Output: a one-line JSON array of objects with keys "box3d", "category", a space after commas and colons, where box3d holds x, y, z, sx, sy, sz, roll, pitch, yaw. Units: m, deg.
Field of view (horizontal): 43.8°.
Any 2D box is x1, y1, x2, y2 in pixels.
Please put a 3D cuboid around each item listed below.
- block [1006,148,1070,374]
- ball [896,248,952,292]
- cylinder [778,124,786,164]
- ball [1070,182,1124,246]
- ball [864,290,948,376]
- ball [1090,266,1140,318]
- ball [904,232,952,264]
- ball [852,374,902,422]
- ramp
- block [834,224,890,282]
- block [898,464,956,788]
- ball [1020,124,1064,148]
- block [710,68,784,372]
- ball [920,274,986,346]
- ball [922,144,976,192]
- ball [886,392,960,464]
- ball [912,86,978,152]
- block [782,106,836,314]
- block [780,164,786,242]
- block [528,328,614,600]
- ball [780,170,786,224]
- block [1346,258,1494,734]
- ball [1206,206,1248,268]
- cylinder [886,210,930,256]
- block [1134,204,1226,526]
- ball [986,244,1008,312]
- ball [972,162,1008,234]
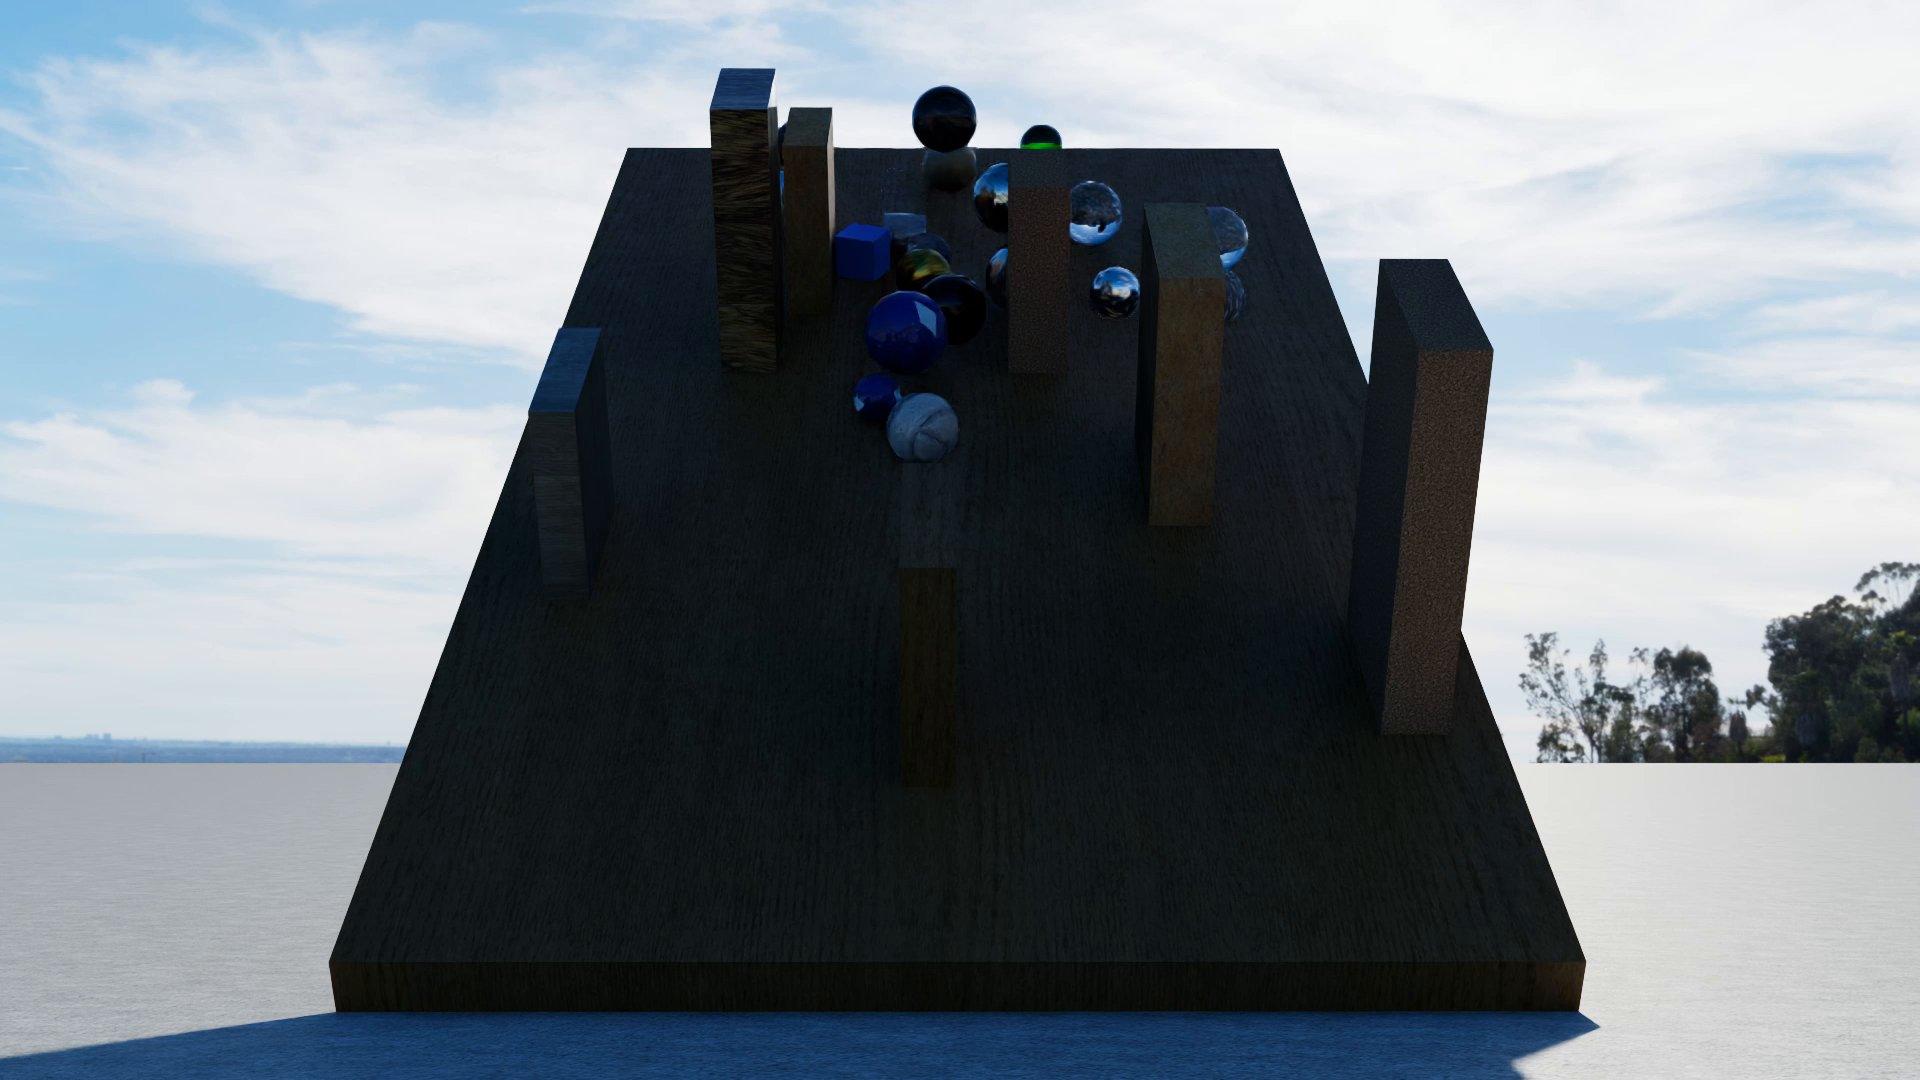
[{"box3d": [0.189, -0.683, 5.836, 0.141, 0.476, 0.280, 0, 28, 0], "category": "block"}, {"box3d": [-0.095, -0.684, 6.188, 0.146, 0.146, 0.146, 0, -5, 0], "category": "ball"}, {"box3d": [-0.459, -1.103, 6.694, 0.144, 0.144, 0.144, -36, -17, 17], "category": "cylinder"}, {"box3d": [0.360, -0.897, 6.559, 0.177, 0.177, 0.177, 0, -5, 0], "category": "ball"}, {"box3d": [-0.126, -0.484, 5.577, 0.199, 0.199, 0.199, 0, -5, 0], "category": "ball"}, {"box3d": [0.399, -0.634, 6.112, 0.131, 0.131, 0.131, 0, -5, 0], "category": "ball"}, {"box3d": [-0.085, -0.756, 6.348, 0.124, 0.124, 0.124, 0, -5, 0], "category": "ball"}, {"box3d": [-0.193, -0.331, 5.558, 0.113, 0.113, 0.113, 0, -5, 0], "category": "ball"}, {"box3d": [-0.011, -0.223, 5.581, 2.000, 0.100, 4.000, 0, 28, 0], "category": "ramp"}, {"box3d": [-0.258, -0.768, 6.367, 0.112, 0.112, 0.112, 11, 29, 19], "category": "block"}, {"box3d": [-0.056, 0.149, 4.301, 0.097, 0.443, 0.400, 0, 28, 0], "category": "block"}, {"box3d": [0.244, -1.180, 7.143, 0.130, 0.130, 0.130, 0, -5, 0], "category": "ball"}, {"box3d": [-0.514, -0.778, 5.809, 0.134, 0.664, 0.326, 0, 28, 0], "category": "block"}, {"box3d": [-0.022, -0.575, 5.950, 0.178, 0.178, 0.178, 0, -5, 0], "category": "ball"}, {"box3d": [-0.029, -1.091, 6.944, 0.157, 0.157, 0.157, 0, -5, 0], "category": "ball"}, {"box3d": [-0.084, -0.251, 5.352, 0.164, 0.164, 0.164, 0, -5, 0], "category": "ball"}, {"box3d": [-0.042, -1.159, 6.569, 0.184, 0.184, 0.184, 0, -5, 0], "category": "ball"}, {"box3d": [-0.387, -0.855, 6.183, 0.111, 0.452, 0.314, 0, 28, 0], "category": "block"}, {"box3d": [-0.480, -0.929, 6.574, 0.182, 0.182, 0.182, 6, 17, 10], "category": "block"}, {"box3d": [-0.794, -0.161, 4.905, 0.090, 0.420, 0.417, 0, 28, 0], "category": "block"}, {"box3d": [-0.477, -0.920, 6.401, 0.147, 0.147, 0.147, 0, -5, 0], "category": "ball"}, {"box3d": [0.837, -0.081, 4.393, 0.126, 0.768, 0.423, 0, 28, 0], "category": "block"}, {"box3d": [0.682, -0.805, 6.386, 0.178, 0.178, 0.178, 0, -5, 0], "category": "ball"}, {"box3d": [-0.149, -0.832, 6.499, 0.114, 0.114, 0.114, 12, -6, -4], "category": "cylinder"}, {"box3d": [0.472, -0.384, 5.177, 0.136, 0.567, 0.441, 0, 28, 0], "category": "block"}, {"box3d": [0.162, -0.670, 6.111, 0.195, 0.195, 0.195, 0, -5, 0], "category": "ball"}, {"box3d": [0.127, -0.889, 6.207, 0.187, 0.187, 0.187, 0, -5, 0], "category": "ball"}]
